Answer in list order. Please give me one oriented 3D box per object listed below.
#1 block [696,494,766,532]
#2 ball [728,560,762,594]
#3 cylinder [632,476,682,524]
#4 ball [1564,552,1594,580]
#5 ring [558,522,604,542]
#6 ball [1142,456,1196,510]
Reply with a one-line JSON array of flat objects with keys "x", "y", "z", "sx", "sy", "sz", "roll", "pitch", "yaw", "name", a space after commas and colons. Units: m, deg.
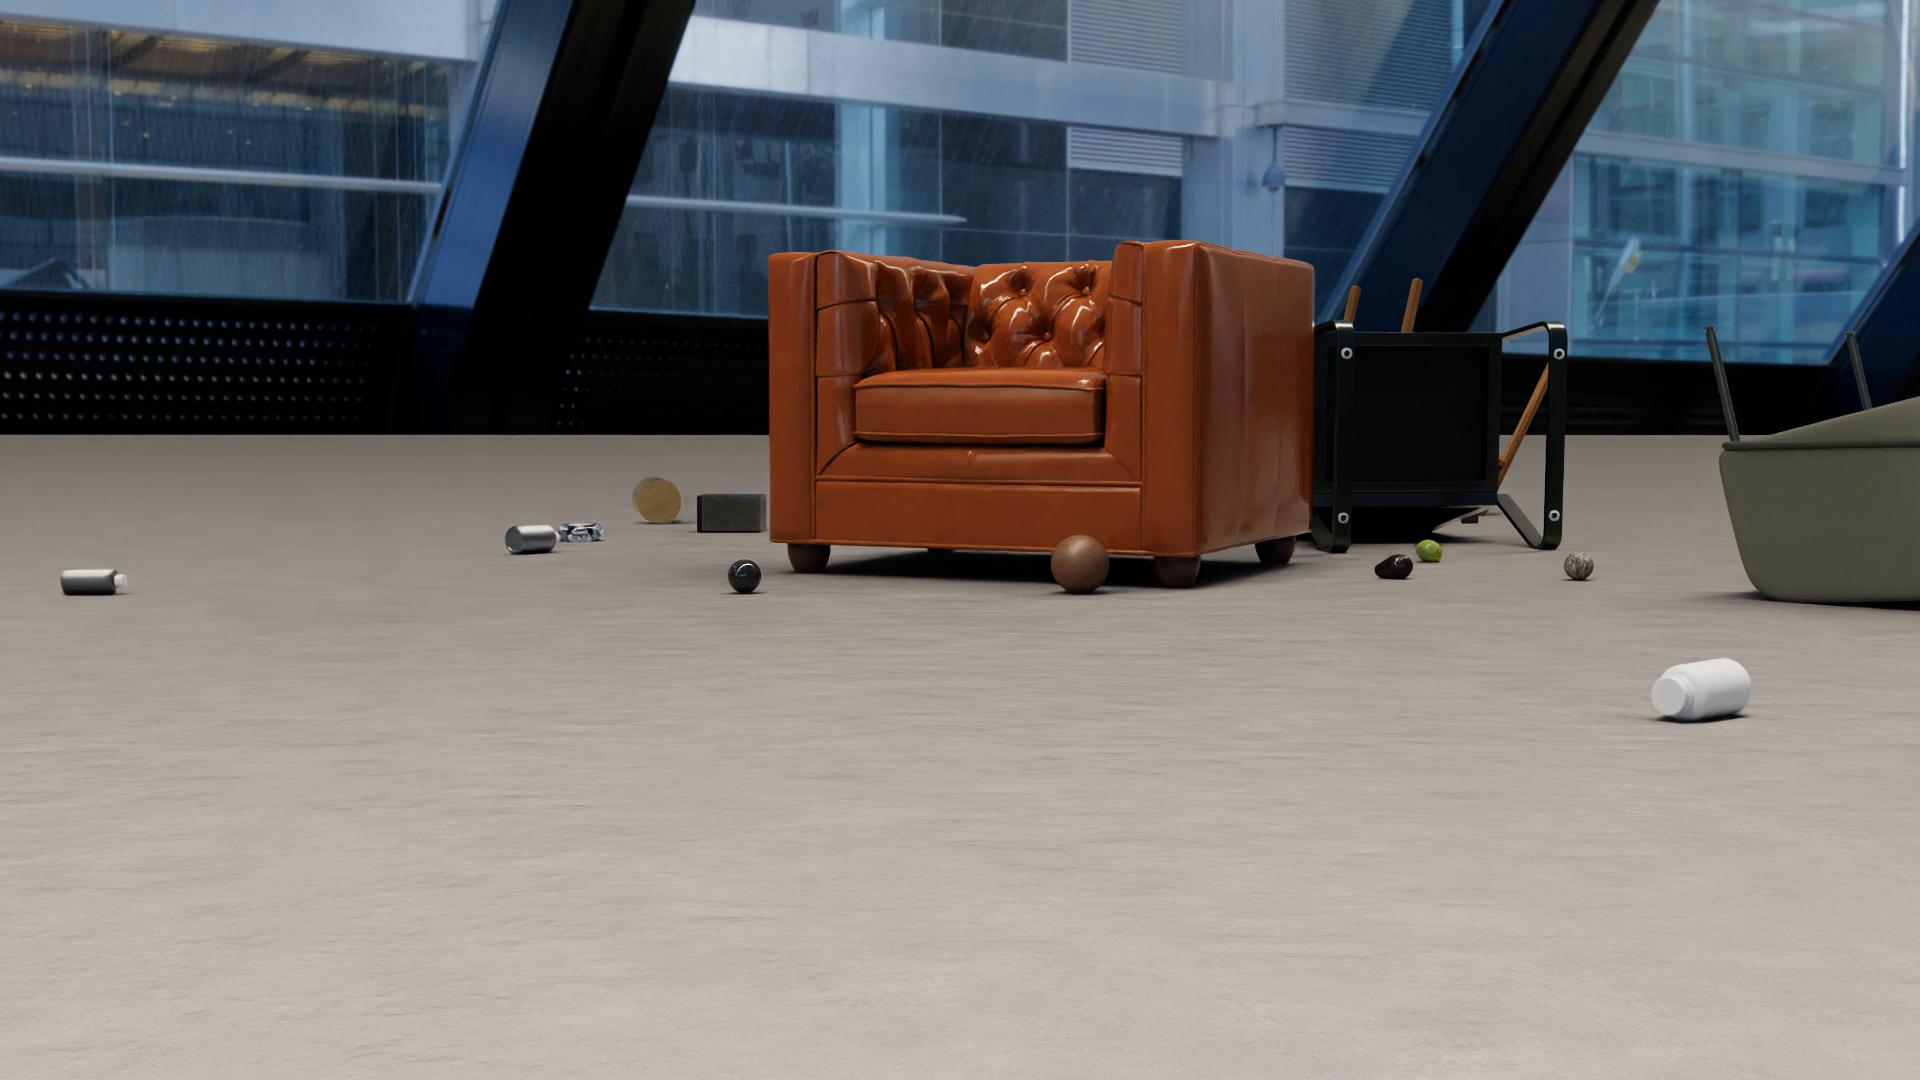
[{"x": -0.721, "y": -0.085, "z": 6.951, "sx": 0.197, "sy": 0.114, "sz": 0.161, "roll": 0, "pitch": 4, "yaw": 2, "name": "block"}, {"x": -0.474, "y": 0.080, "z": 4.837, "sx": 0.075, "sy": 0.075, "sz": 0.075, "roll": 0, "pitch": 4, "yaw": 0, "name": "ball"}, {"x": -1.019, "y": -0.134, "z": 7.388, "sx": 0.147, "sy": 0.153, "sz": 0.170, "roll": -12, "pitch": 7, "yaw": -13, "name": "cylinder"}, {"x": 1.455, "y": 0.061, "z": 5.172, "sx": 0.067, "sy": 0.067, "sz": 0.067, "roll": 0, "pitch": 4, "yaw": 0, "name": "ball"}, {"x": -1.125, "y": -0.023, "z": 6.517, "sx": 0.133, "sy": 0.050, "sz": 0.150, "roll": -3, "pitch": 6, "yaw": -24, "name": "ring"}, {"x": 0.779, "y": -0.212, "z": 8.192, "sx": 0.198, "sy": 0.198, "sz": 0.198, "roll": 0, "pitch": 4, "yaw": 0, "name": "ball"}]
